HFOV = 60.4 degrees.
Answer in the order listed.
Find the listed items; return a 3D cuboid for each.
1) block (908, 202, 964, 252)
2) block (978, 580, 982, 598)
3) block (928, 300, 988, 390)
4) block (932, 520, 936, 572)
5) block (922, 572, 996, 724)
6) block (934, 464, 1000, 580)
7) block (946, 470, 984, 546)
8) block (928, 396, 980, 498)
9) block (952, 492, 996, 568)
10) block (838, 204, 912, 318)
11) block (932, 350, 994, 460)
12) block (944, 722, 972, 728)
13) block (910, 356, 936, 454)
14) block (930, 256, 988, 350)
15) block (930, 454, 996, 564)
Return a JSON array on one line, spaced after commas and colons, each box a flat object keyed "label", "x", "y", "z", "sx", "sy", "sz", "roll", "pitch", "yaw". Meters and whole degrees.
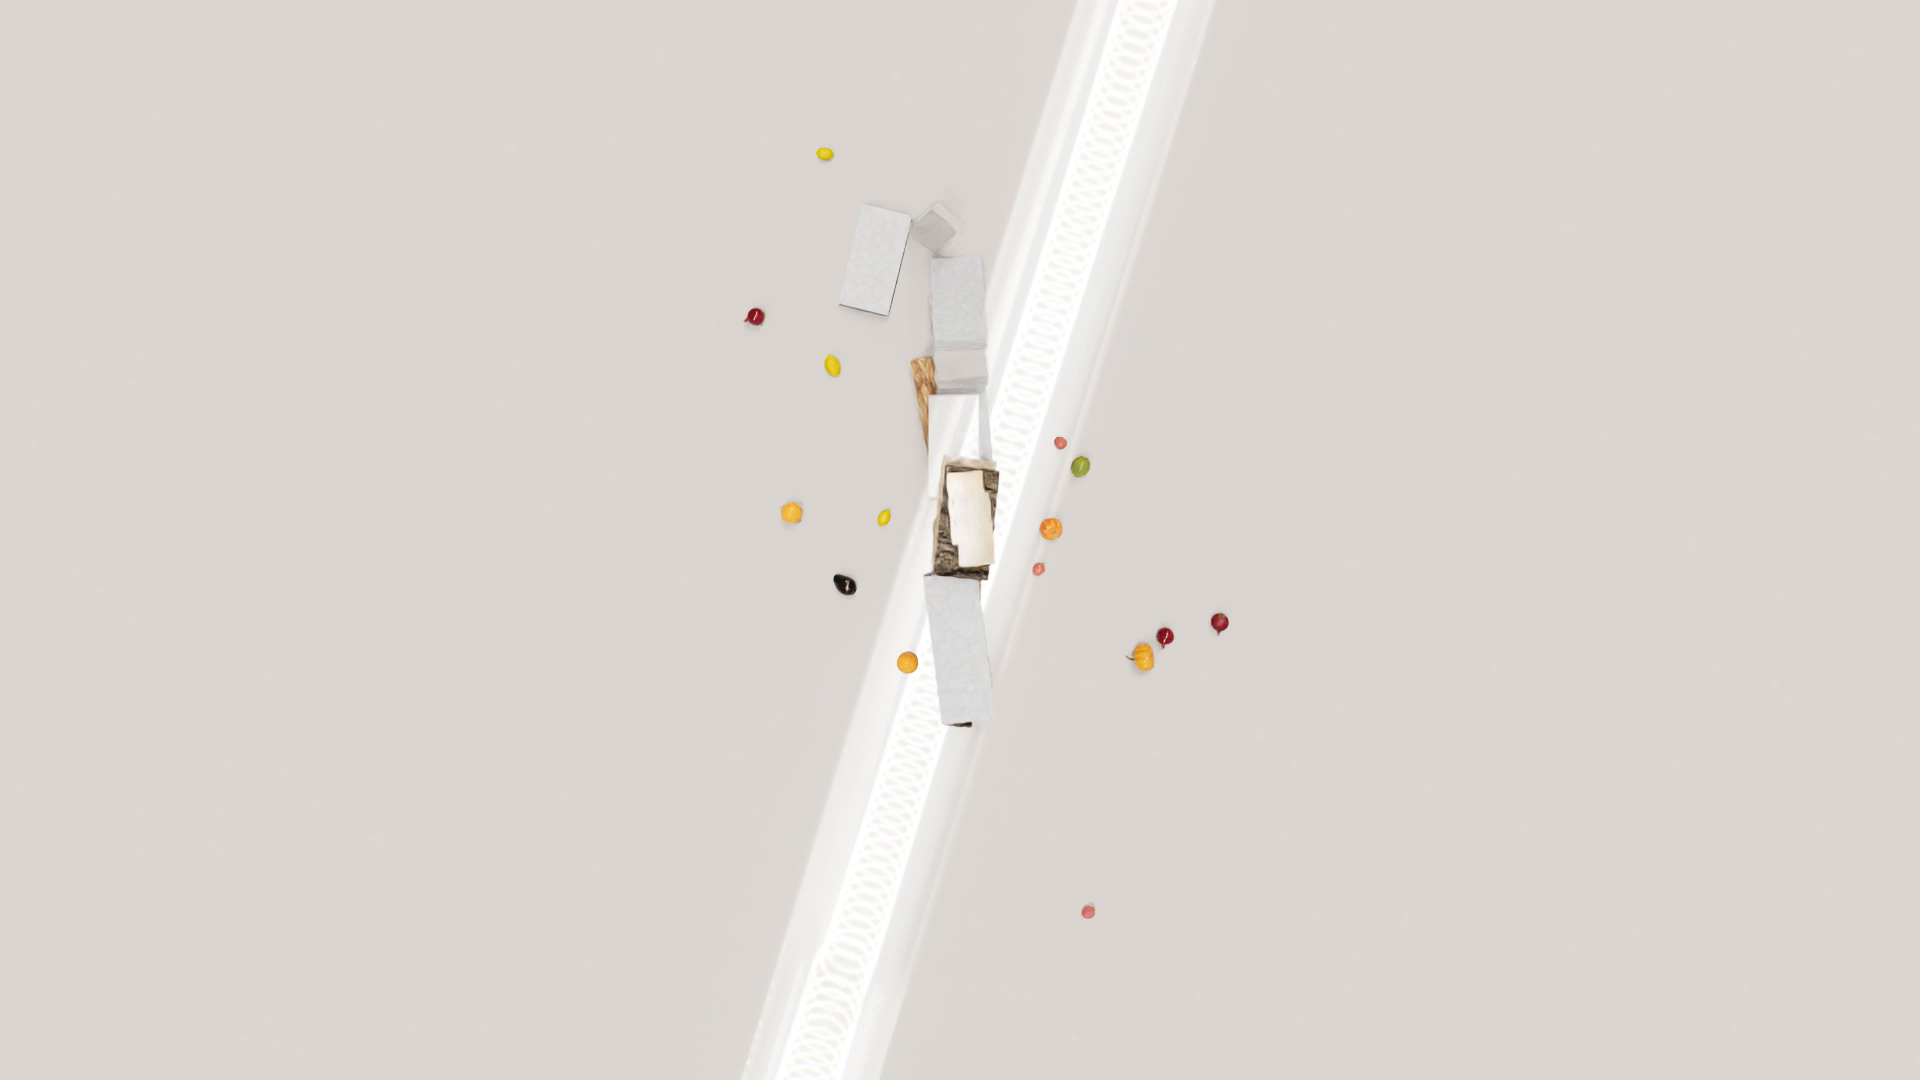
[{"label": "block", "x": -0.080, "y": -1.015, "z": 5.362, "sx": 0.113, "sy": 0.226, "sz": 0.032, "roll": 40, "pitch": 70, "yaw": -13}, {"label": "block", "x": -0.006, "y": 0.151, "z": 5.360, "sx": 0.153, "sy": 0.043, "sz": 0.305, "roll": 3, "pitch": 86, "yaw": 0}, {"label": "block", "x": -0.008, "y": -0.647, "z": 5.372, "sx": 0.164, "sy": 0.047, "sz": 0.329, "roll": -6, "pitch": 61, "yaw": -2}, {"label": "block", "x": -0.013, "y": 0.085, "z": 5.438, "sx": 0.153, "sy": 0.043, "sz": 0.305, "roll": 0, "pitch": 74, "yaw": 0}, {"label": "block", "x": -0.002, "y": 0.343, "z": 5.309, "sx": 0.175, "sy": 0.049, "sz": 0.490, "roll": -7, "pitch": 99, "yaw": 2}, {"label": "block", "x": 0.021, "y": -0.054, "z": 5.227, "sx": 0.175, "sy": 0.049, "sz": 0.349, "roll": 6, "pitch": 87, "yaw": -1}, {"label": "block", "x": 0.022, "y": -0.100, "z": 5.188, "sx": 0.113, "sy": 0.032, "sz": 0.226, "roll": -5, "pitch": 87, "yaw": -1}, {"label": "block", "x": -0.020, "y": -0.303, "z": 5.357, "sx": 0.164, "sy": 0.047, "sz": 0.328, "roll": 0, "pitch": 86, "yaw": -2}, {"label": "block", "x": 0.044, "y": -0.031, "z": 5.153, "sx": 0.113, "sy": 0.032, "sz": 0.226, "roll": -5, "pitch": 87, "yaw": -1}, {"label": "block", "x": -0.281, "y": -0.927, "z": 5.476, "sx": 0.170, "sy": 0.048, "sz": 0.339, "roll": 14, "pitch": 90, "yaw": 0}, {"label": "block", "x": 0.010, "y": -0.424, "z": 5.414, "sx": 0.164, "sy": 0.047, "sz": 0.468, "roll": -5, "pitch": 86, "yaw": -2}, {"label": "block", "x": 0.000, "y": 0.529, "z": 5.466, "sx": 0.091, "sy": 0.026, "sz": 0.182, "roll": 4, "pitch": 103, "yaw": -1}, {"label": "block", "x": -0.049, "y": -0.430, "z": 5.461, "sx": 0.170, "sy": 0.048, "sz": 0.363, "roll": -11, "pitch": 86, "yaw": -2}, {"label": "block", "x": -0.006, "y": -0.775, "z": 5.390, "sx": 0.170, "sy": 0.048, "sz": 0.339, "roll": -3, "pitch": 60, "yaw": 0}, {"label": "block", "x": 0.012, "y": -0.090, "z": 5.300, "sx": 0.175, "sy": 0.049, "sz": 0.349, "roll": 6, "pitch": 95, "yaw": -1}]
